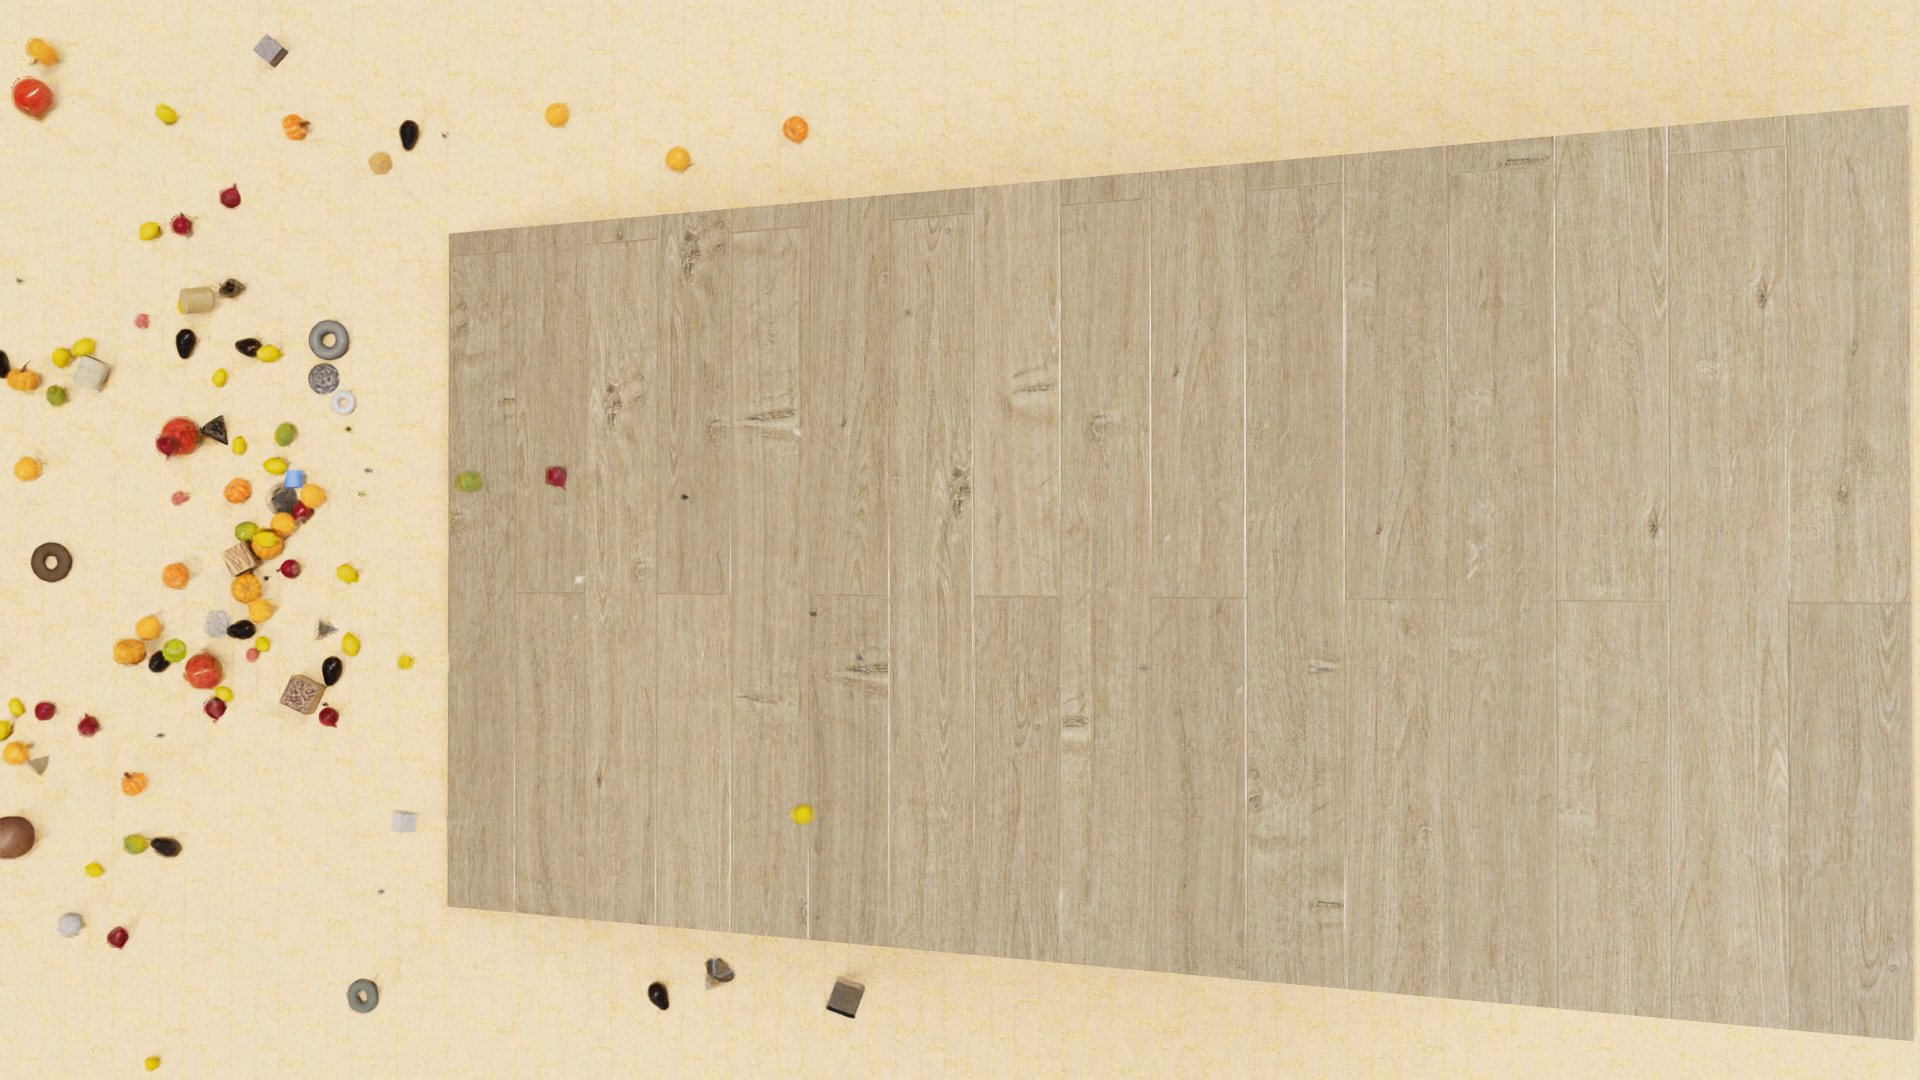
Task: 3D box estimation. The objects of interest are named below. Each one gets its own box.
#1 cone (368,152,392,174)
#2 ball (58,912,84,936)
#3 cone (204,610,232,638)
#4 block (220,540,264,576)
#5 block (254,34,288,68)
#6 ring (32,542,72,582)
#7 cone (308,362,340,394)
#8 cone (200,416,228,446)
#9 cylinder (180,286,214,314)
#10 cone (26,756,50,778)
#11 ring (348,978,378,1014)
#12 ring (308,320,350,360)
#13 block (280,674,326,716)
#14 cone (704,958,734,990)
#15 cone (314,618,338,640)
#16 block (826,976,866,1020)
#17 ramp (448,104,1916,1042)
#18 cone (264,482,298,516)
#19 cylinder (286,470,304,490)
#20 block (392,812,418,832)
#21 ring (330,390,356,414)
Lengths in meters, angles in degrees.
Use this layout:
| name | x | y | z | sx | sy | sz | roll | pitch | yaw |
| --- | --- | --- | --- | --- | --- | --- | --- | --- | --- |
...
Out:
| name | x | y | z | sx | sy | sz | roll | pitch | yaw |
| --- | --- | --- | --- | --- | --- | --- | --- | --- | --- |
| cone | -1.742 | -1.122 | 6.591 | 0.069 | 0.069 | 0.069 | -2 | 111 | -6 |
| ball | -2.661 | 1.148 | 6.577 | 0.070 | 0.070 | 0.070 | 0 | 89 | 0 |
| cone | -2.236 | 0.253 | 6.578 | 0.087 | 0.087 | 0.087 | 0 | 89 | 0 |
| block | -2.149 | 0.056 | 6.584 | 0.080 | 0.080 | 0.080 | -28 | 89 | 0 |
| block | -2.071 | -1.470 | 6.608 | 0.063 | 0.063 | 0.063 | 40 | 90 | 0 |
| ring | -2.729 | 0.067 | 6.604 | 0.120 | 0.040 | 0.120 | 0 | 91 | 0 |
| cone | -1.917 | -0.486 | 6.581 | 0.097 | 0.097 | 0.097 | 0 | 89 | 0 |
| cone | -2.224 | -0.316 | 6.609 | 0.084 | 0.084 | 0.084 | -32 | 116 | 0 |
| cylinder | -2.283 | -0.717 | 6.578 | 0.076 | 0.076 | 0.076 | -11 | 89 | -38 |
| cone | -2.756 | 0.668 | 6.603 | 0.065 | 0.065 | 0.065 | 43 | 63 | 0 |
| ring | -1.786 | 1.365 | 6.583 | 0.104 | 0.035 | 0.104 | 0 | 90 | 19 |
| ring | -1.897 | -0.601 | 6.611 | 0.123 | 0.041 | 0.123 | 0 | 91 | 0 |
| block | -1.964 | 0.462 | 6.575 | 0.089 | 0.089 | 0.089 | 25 | 89 | 0 |
| cone | -0.742 | 1.320 | 6.589 | 0.096 | 0.096 | 0.096 | 36 | 116 | 0 |
| cone | -1.899 | 0.267 | 6.606 | 0.067 | 0.067 | 0.067 | 4 | 89 | -27 |
| block | -0.341 | 1.365 | 6.565 | 0.089 | 0.089 | 0.089 | 20 | 89 | 0 |
| ramp | 0.278 | 0.078 | 5.659 | 4.000 | 0.100 | 2.000 | 0 | 89 | 27 |
| cone | -2.045 | -0.123 | 6.576 | 0.100 | 0.100 | 0.100 | 0 | 89 | 0 |
| cylinder | -1.996 | -0.182 | 6.597 | 0.052 | 0.052 | 0.052 | 0 | 82 | 0 |
| block | -1.661 | 0.844 | 6.579 | 0.051 | 0.051 | 0.051 | 7 | 87 | -41 |
| ring | -1.855 | -0.414 | 6.616 | 0.077 | 0.026 | 0.077 | 0 | 89 | 1 |
